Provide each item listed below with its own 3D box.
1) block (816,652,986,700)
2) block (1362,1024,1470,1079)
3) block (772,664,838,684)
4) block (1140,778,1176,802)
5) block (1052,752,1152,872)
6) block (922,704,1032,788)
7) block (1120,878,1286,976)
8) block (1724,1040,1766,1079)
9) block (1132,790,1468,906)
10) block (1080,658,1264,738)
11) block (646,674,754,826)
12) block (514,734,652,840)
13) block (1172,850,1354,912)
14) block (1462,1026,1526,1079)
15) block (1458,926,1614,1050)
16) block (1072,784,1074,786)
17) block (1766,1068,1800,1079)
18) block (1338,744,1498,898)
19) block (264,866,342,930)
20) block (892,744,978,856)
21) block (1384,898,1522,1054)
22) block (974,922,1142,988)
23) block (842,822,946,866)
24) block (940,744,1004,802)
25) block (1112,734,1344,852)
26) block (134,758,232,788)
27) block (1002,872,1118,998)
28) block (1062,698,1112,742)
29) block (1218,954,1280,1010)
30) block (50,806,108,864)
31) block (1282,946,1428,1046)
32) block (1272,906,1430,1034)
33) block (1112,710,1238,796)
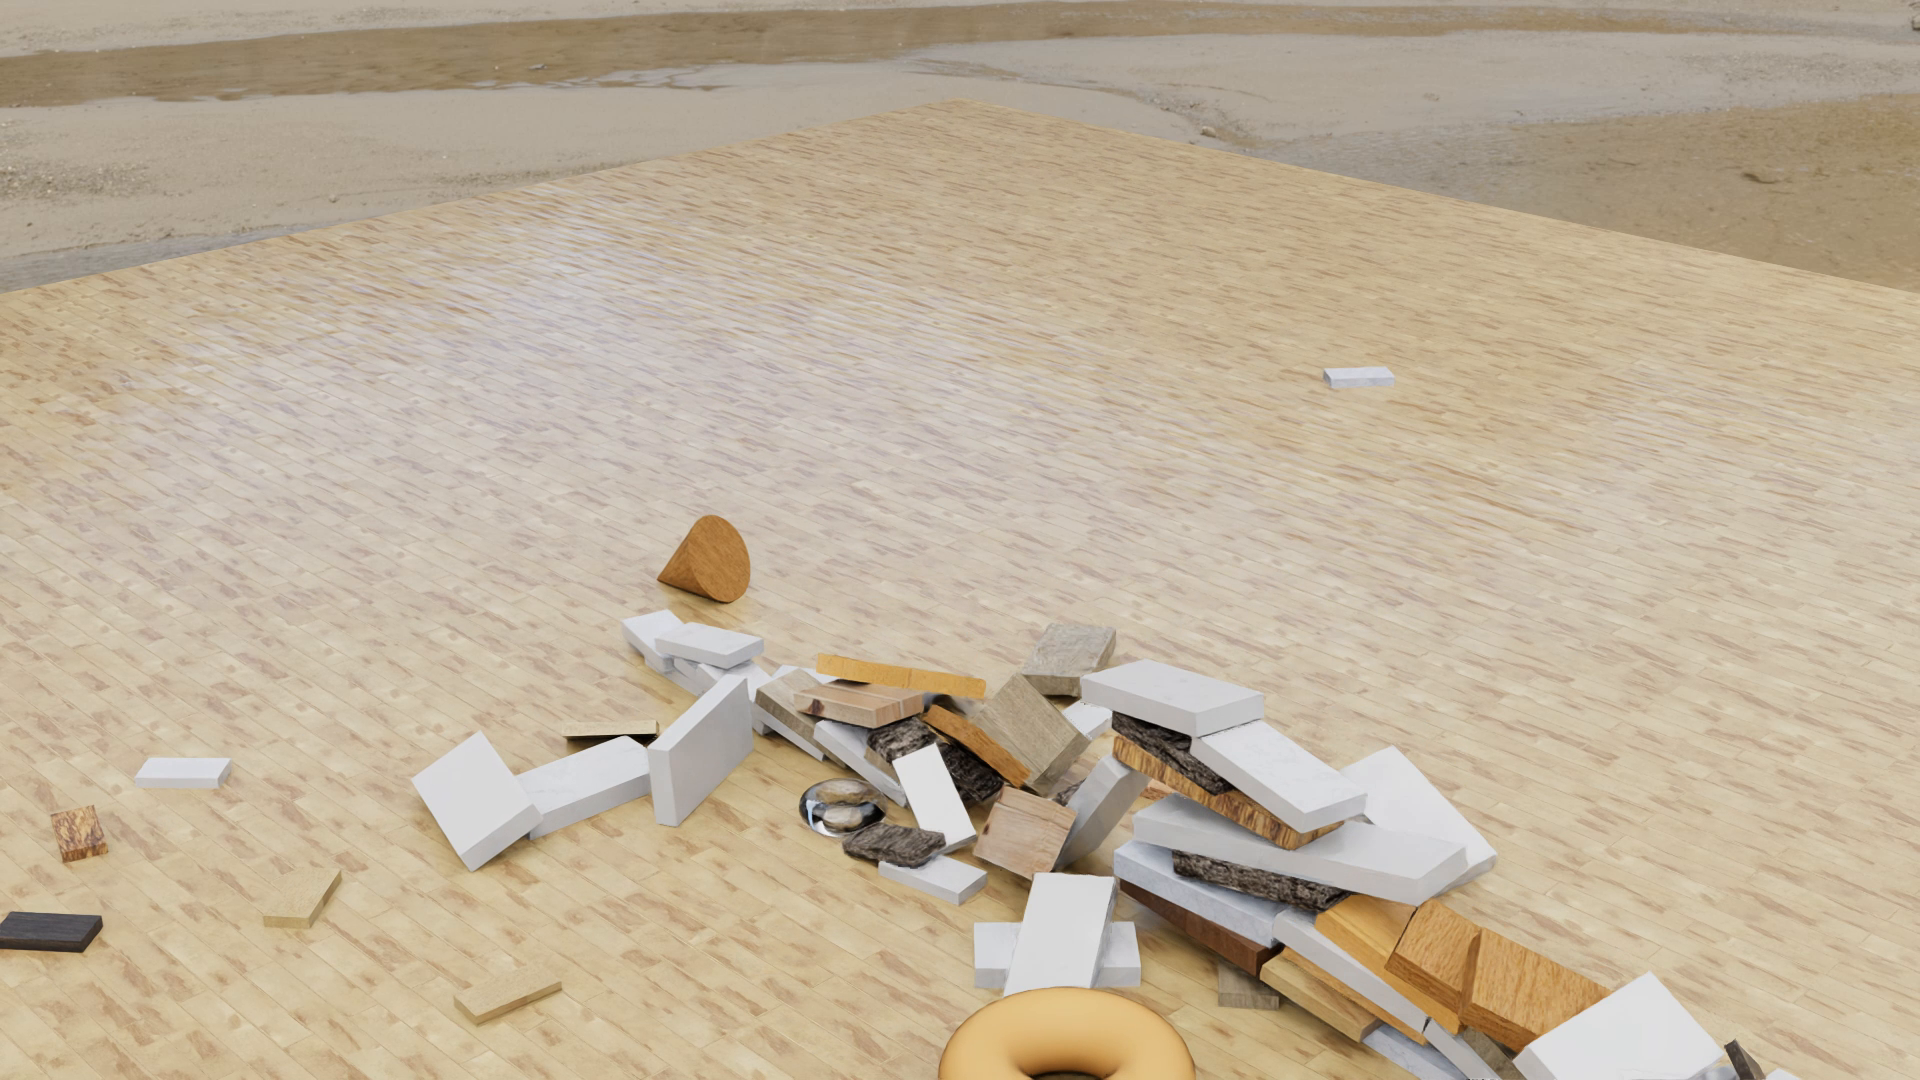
[{"bbox_3d":[-0.127,0.298,4.797,0.345,0.043,0.152,11,-3,-35],"label":"block"},{"bbox_3d":[0.776,0.836,3.738,0.145,0.041,0.455,-17,28,-34],"label":"block"},{"bbox_3d":[-0.325,0.329,4.949,0.203,0.029,0.102,7,24,17],"label":"block"},{"bbox_3d":[0.401,0.497,4.552,0.203,0.029,0.102,15,27,31],"label":"block"},{"bbox_3d":[0.263,0.502,4.161,0.177,0.354,0.050,-23,64,-42],"label":"block"},{"bbox_3d":[0.031,0.418,4.487,0.043,0.152,0.303,-51,16,-7],"label":"block"},{"bbox_3d":[0.475,0.659,3.985,0.177,0.050,0.354,-17,28,-34],"label":"block"},{"bbox_3d":[1.249,0.861,3.438,0.020,0.072,0.162,-38,22,17],"label":"block"},{"bbox_3d":[0.582,0.526,3.827,0.573,0.047,0.166,8,19,40],"label":"block"},{"bbox_3d":[0.381,0.283,3.976,0.159,0.045,0.319,-13,16,-34],"label":"block"},{"bbox_3d":[-0.530,0.429,4.528,0.048,0.171,0.351,5,23,21],"label":"block"},{"bbox_3d":[-0.780,0.504,4.510,0.341,0.048,0.171,-19,30,-38],"label":"block"},{"bbox_3d":[0.546,0.570,3.851,0.313,0.044,0.157,9,20,42],"label":"block"},{"bbox_3d":[0.979,0.873,3.497,0.158,0.045,0.342,-16,47,-35],"label":"block"},{"bbox_3d":[0.956,0.757,3.477,0.333,0.047,0.166,26,40,1],"label":"block"},{"bbox_3d":[0.263,0.540,4.463,0.069,0.020,0.138,0,23,1],"label":"block"},{"bbox_3d":[1.377,0.927,3.541,0.099,0.028,0.197,-18,29,-36],"label":"block"},{"bbox_3d":[0.874,0.545,4.267,0.159,0.045,0.319,-21,47,-22],"label":"block"},{"bbox_3d":[-1.237,0.673,4.143,0.086,0.024,0.173,2,23,5],"label":"block"},{"bbox_3d":[-0.050,0.515,4.352,0.094,0.027,0.226,-22,54,-5],"label":"block"},{"bbox_3d":[0.858,0.718,3.555,0.317,0.045,0.158,31,40,12],"label":"block"},{"bbox_3d":[0.172,0.745,3.953,0.292,0.041,0.146,0,23,-1],"label":"block"},{"bbox_3d":[-0.129,0.590,4.272,0.189,0.027,0.094,2,20,42],"label":"block"},{"bbox_3d":[0.013,0.469,4.433,0.138,0.020,0.069,35,39,22],"label":"block"},{"bbox_3d":[0.473,0.426,3.906,0.144,0.041,0.418,-17,30,-40],"label":"block"},{"bbox_3d":[-1.618,0.486,4.584,0.173,0.024,0.086,0,23,1],"label":"block"},{"bbox_3d":[0.177,0.715,3.870,0.146,0.041,0.292,1,42,17],"label":"block"},{"bbox_3d":[0.266,0.398,4.788,0.099,0.028,0.209,16,28,33],"label":"block"},{"bbox_3d":[0.514,0.763,3.925,0.105,0.030,0.210,3,23,6],"label":"block"},{"bbox_3d":[-1.747,0.582,4.359,0.083,0.024,0.166,-12,26,-26],"label":"block"},{"bbox_3d":[0.714,0.741,3.760,0.291,0.041,0.145,30,35,34],"label":"block"},{"bbox_3d":[0.703,0.705,3.733,0.313,0.044,0.157,30,35,35],"label":"block"},{"bbox_3d":[0.419,0.362,3.945,0.144,0.041,0.288,-12,27,-33],"label":"block"}]
